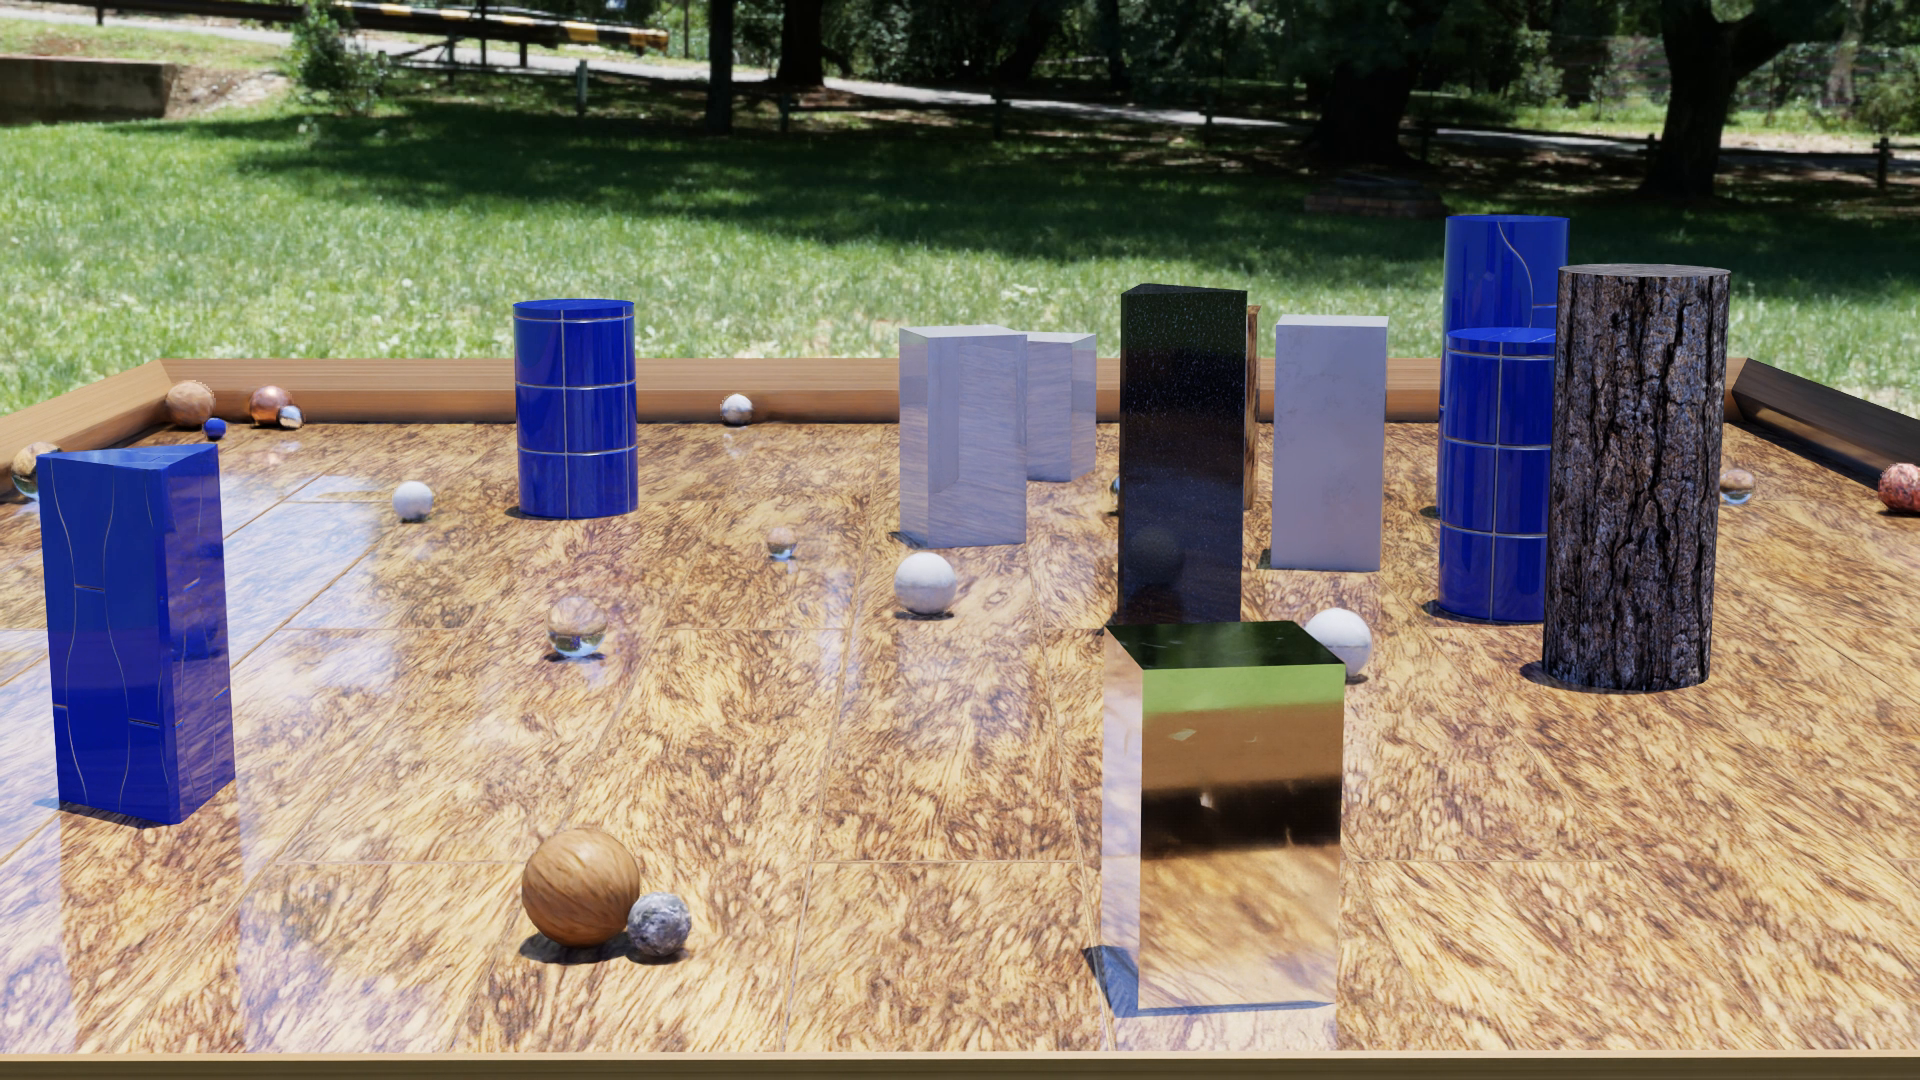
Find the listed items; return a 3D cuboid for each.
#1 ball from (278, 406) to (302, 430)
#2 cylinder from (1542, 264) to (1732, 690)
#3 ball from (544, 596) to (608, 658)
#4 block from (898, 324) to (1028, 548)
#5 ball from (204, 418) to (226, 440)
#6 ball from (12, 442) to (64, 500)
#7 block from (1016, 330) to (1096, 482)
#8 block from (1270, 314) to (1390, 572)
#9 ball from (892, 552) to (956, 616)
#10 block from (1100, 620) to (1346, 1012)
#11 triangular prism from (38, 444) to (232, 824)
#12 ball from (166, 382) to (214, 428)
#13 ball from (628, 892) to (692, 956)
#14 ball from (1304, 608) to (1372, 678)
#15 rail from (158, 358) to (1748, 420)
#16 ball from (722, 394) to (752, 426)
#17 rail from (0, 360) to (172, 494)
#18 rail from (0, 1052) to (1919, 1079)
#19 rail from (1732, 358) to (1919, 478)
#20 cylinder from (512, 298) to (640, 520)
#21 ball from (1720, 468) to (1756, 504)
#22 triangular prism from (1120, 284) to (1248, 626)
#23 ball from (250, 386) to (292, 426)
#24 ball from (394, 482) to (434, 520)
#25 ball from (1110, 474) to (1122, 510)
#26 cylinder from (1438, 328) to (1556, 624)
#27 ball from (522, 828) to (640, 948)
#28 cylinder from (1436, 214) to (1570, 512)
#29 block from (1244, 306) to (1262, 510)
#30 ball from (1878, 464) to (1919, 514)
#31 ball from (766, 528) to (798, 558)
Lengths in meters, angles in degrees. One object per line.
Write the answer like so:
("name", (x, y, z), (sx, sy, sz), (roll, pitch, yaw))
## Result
("ball", (-1.355, -0.248, 5.192), (0.049, 0.049, 0.049), (0, 10, 0))
("cylinder", (0.809, -0.080, 3.079), (0.198, 0.487, 0.198), (0, 10, 0))
("ball", (-0.477, 0.108, 3.192), (0.077, 0.077, 0.077), (0, 10, 0))
("block", (0.004, -0.164, 3.982), (0.158, 0.323, 0.158), (-3, 11, -17))
("ball", (-1.467, -0.219, 5.053), (0.043, 0.043, 0.043), (0, 10, 0))
("ball", (-1.556, -0.117, 4.348), (0.098, 0.098, 0.098), (0, 10, 0))
("block", (0.147, -0.243, 4.617), (0.158, 0.248, 0.158), (4, 11, 19))
("block", (0.549, -0.147, 3.800), (0.158, 0.357, 0.158), (2, 11, 10))
("ball", (-0.047, 0.059, 3.436), (0.085, 0.085, 0.085), (0, 10, 0))
("block", (0.207, 0.217, 2.060), (0.158, 0.274, 0.158), (-1, 11, -7))
("triangular prism", (-0.794, 0.085, 2.568), (0.171, 0.349, 0.148), (7, 12, 32))
("ball", (-1.563, -0.273, 5.205), (0.094, 0.094, 0.094), (0, 10, 0))
("ball", (-0.249, 0.318, 2.124), (0.053, 0.053, 0.053), (0, 10, 0))
("ball", (0.453, 0.124, 3.083), (0.085, 0.085, 0.085), (0, 10, 0))
("rail", (-0.011, -0.308, 5.291), (3.288, 0.129, 0.045), (0, 10, 0))
("ball", (-0.456, -0.267, 5.253), (0.063, 0.063, 0.063), (0, 10, 0))
("rail", (-1.620, 0.035, 3.440), (0.045, 0.129, 3.795), (0, 10, 0))
("rail", (0.011, 0.374, 1.606), (3.288, 0.129, 0.045), (0, 10, 0))
("rail", (1.620, 0.031, 3.458), (0.045, 0.129, 3.795), (0, 10, 0))
("cylinder", (-0.633, -0.219, 4.233), (0.198, 0.341, 0.198), (0, 10, 0))
("ball", (1.306, -0.091, 4.313), (0.060, 0.060, 0.060), (0, 10, 0))
("triangular prism", (0.268, -0.113, 3.390), (0.171, 0.440, 0.148), (-3, 11, -16))
("ball", (-1.405, -0.273, 5.229), (0.084, 0.084, 0.084), (0, 10, 0))
("ball", (-0.885, -0.064, 4.156), (0.063, 0.063, 0.063), (0, 10, 0))
("ball", (0.281, -0.078, 4.217), (0.069, 0.069, 0.069), (0, 10, 0))
("cylinder", (0.749, -0.091, 3.455), (0.198, 0.372, 0.198), (0, 10, 0))
("ball", (-0.317, 0.291, 2.145), (0.099, 0.099, 0.099), (0, 10, 0))
("cylinder", (0.886, -0.284, 4.198), (0.198, 0.482, 0.198), (0, 10, 0))
("block", (0.421, -0.227, 4.319), (0.158, 0.325, 0.158), (2, 11, 9))
("ball", (1.553, -0.084, 4.215), (0.083, 0.083, 0.083), (0, 10, 0))
("ball", (-0.266, 0.004, 3.836), (0.047, 0.047, 0.047), (0, 10, 0))
